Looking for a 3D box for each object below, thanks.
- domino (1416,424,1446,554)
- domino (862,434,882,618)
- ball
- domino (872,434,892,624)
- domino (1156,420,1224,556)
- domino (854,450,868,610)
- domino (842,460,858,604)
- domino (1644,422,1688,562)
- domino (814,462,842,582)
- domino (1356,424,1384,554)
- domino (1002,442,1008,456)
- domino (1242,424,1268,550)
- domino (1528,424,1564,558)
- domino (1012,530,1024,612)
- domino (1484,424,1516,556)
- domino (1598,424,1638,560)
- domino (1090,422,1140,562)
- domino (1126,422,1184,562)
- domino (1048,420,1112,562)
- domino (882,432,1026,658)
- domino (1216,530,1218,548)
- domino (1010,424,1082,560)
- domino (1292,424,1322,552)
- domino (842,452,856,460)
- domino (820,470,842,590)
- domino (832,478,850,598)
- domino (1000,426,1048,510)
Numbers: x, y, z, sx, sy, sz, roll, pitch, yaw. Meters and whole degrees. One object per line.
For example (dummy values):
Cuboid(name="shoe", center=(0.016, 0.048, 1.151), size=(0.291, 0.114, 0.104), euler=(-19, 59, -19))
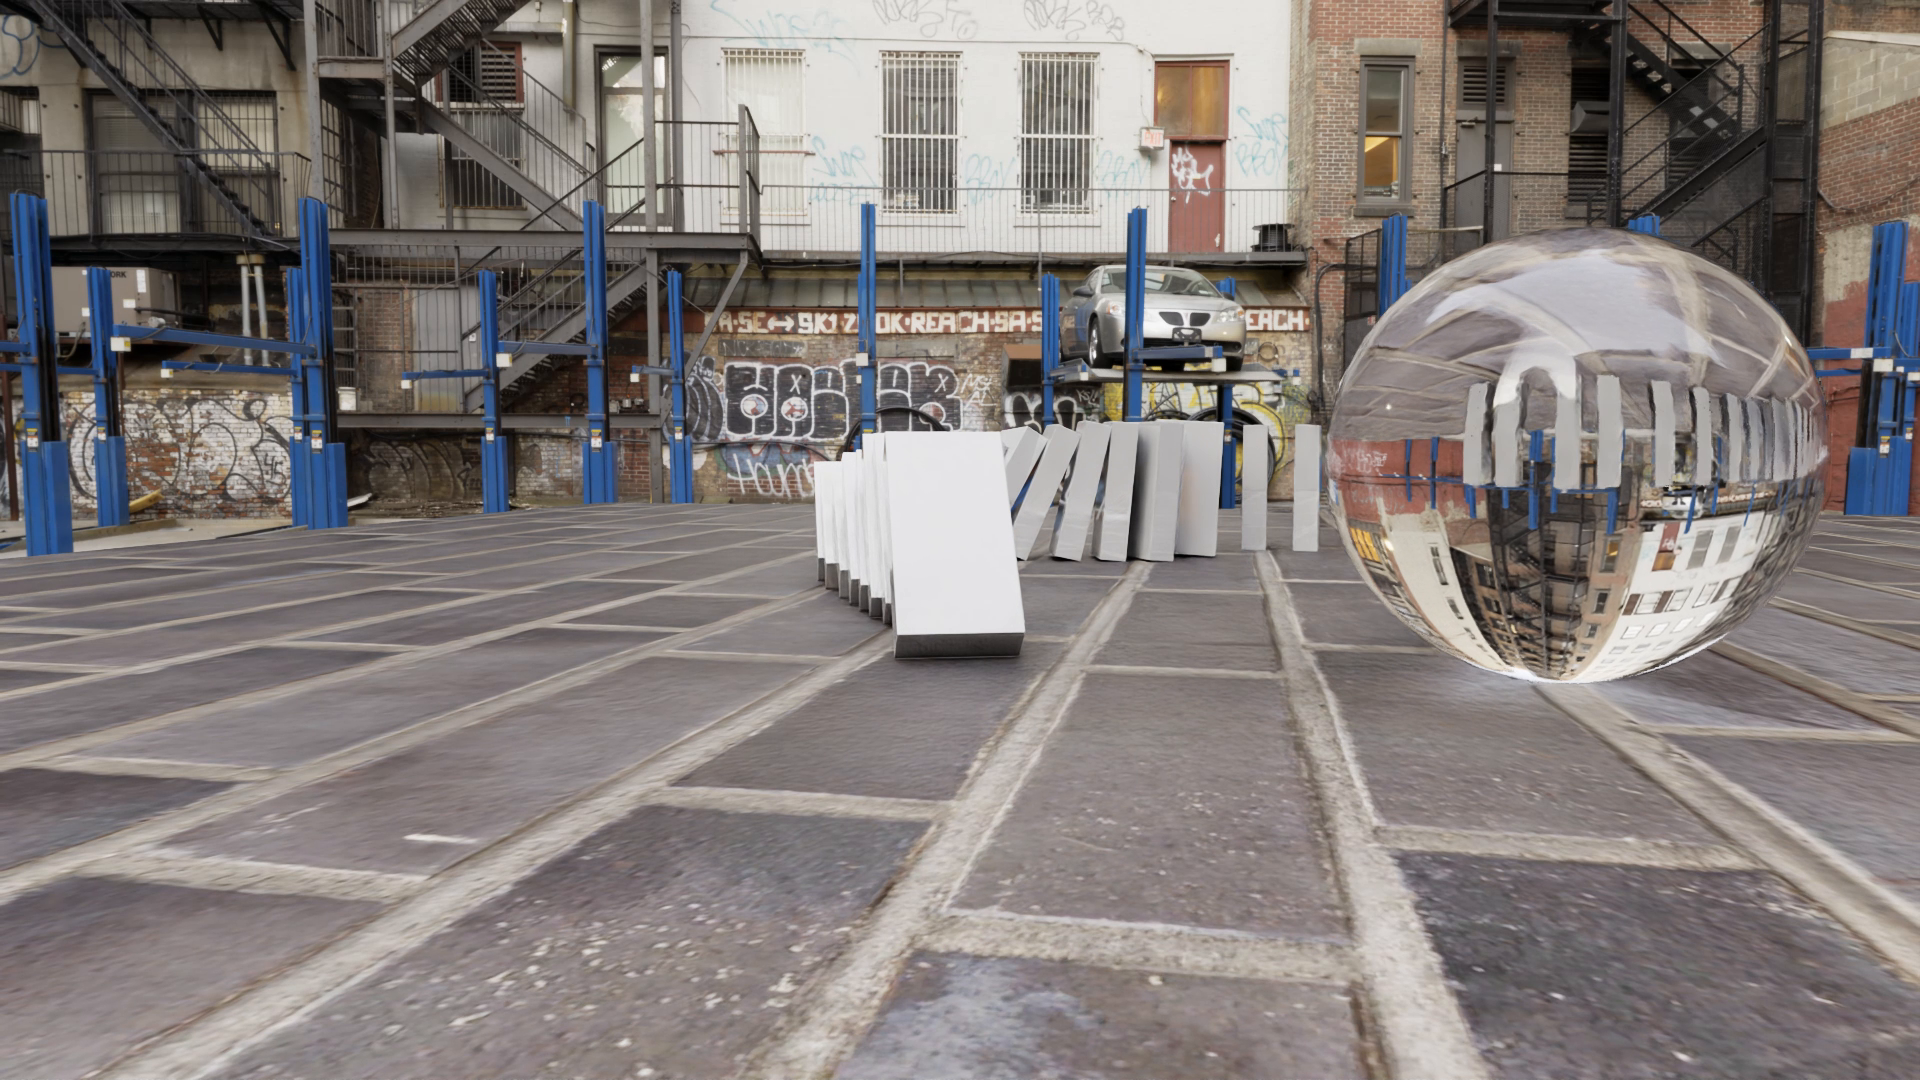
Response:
Cuboid(name="domino", center=(0.185, -0.020, 0.504), size=(0.009, 0.050, 0.025), euler=(2, 5, 19))
Cuboid(name="domino", center=(-0.011, -0.004, 0.326), size=(0.025, 0.050, 0.009), euler=(-1, -34, -8))
Cuboid(name="ball", center=(0.106, -0.015, 0.228), size=(0.080, 0.080, 0.080), euler=(0, 4, 0))
Cuboid(name="domino", center=(-0.007, -0.004, 0.314), size=(0.025, 0.050, 0.010), euler=(-1, -34, -8))
Cuboid(name="domino", center=(0.085, -0.020, 0.485), size=(0.025, 0.050, 0.009), euler=(4, 2, 11))
Cuboid(name="domino", center=(-0.015, -0.003, 0.341), size=(0.025, 0.010, 0.050), euler=(1, 46, -7))
Cuboid(name="domino", center=(-0.019, -0.003, 0.356), size=(0.025, 0.010, 0.050), euler=(-1, 42, -8))
Cuboid(name="domino", center=(0.261, -0.018, 0.475), size=(0.009, 0.050, 0.025), euler=(2, 5, 22))
Cuboid(name="domino", center=(-0.034, -0.007, 0.416), size=(0.025, 0.009, 0.050), euler=(-1, 39, -8))
Cuboid(name="domino", center=(0.163, -0.021, 0.511), size=(0.010, 0.050, 0.025), euler=(1, 4, 17))
Cuboid(name="domino", center=(-0.004, -0.016, 0.469), size=(0.025, 0.050, 0.010), euler=(3, -30, 43))
Cuboid(name="domino", center=(0.121, -0.022, 0.524), size=(0.010, 0.050, 0.025), euler=(1, 4, 14))
Cuboid(name="domino", center=(0.223, -0.019, 0.490), size=(0.010, 0.050, 0.025), euler=(2, 5, 21))
Cuboid(name="domino", center=(-0.002, -0.001, 0.278), size=(0.025, 0.050, 0.010), euler=(-1, -34, -7))
Cuboid(name="domino", center=(0.208, -0.020, 0.496), size=(0.010, 0.050, 0.025), euler=(2, 5, 21))
Cuboid(name="domino", center=(0.246, -0.019, 0.481), size=(0.010, 0.050, 0.025), euler=(2, 5, 22))
Cuboid(name="domino", center=(0.057, -0.018, 0.474), size=(0.010, 0.050, 0.025), euler=(5, 4, -2))
Cuboid(name="domino", center=(0.070, -0.018, 0.473), size=(0.010, 0.050, 0.025), euler=(3, 3, -19))
Cuboid(name="domino", center=(0.044, -0.019, 0.475), size=(0.010, 0.050, 0.025), euler=(13, 4, -2))
Cuboid(name="domino", center=(-0.002, 0.000, 0.266), size=(0.025, 0.050, 0.009), euler=(-1, -34, -7))
Cuboid(name="domino", center=(0.099, -0.022, 0.528), size=(0.010, 0.050, 0.025), euler=(0, 4, 3))
Cuboid(name="domino", center=(0.029, -0.018, 0.477), size=(0.010, 0.050, 0.025), euler=(23, 2, -7))
Cuboid(name="domino", center=(0.140, -0.021, 0.518), size=(0.010, 0.050, 0.025), euler=(1, 4, 17))
Cuboid(name="domino", center=(-0.030, -0.010, 0.438), size=(0.025, 0.010, 0.050), euler=(0, 44, 5))
Cuboid(name="domino", center=(-0.030, -0.004, 0.395), size=(0.025, 0.009, 0.050), euler=(-1, 35, -8))
Cuboid(name="domino", center=(-0.024, -0.002, 0.374), size=(0.025, 0.009, 0.050), euler=(-1, 33, -8))
Cuboid(name="domino", center=(0.012, -0.018, 0.476), size=(0.010, 0.050, 0.025), euler=(32, -10, -18))
